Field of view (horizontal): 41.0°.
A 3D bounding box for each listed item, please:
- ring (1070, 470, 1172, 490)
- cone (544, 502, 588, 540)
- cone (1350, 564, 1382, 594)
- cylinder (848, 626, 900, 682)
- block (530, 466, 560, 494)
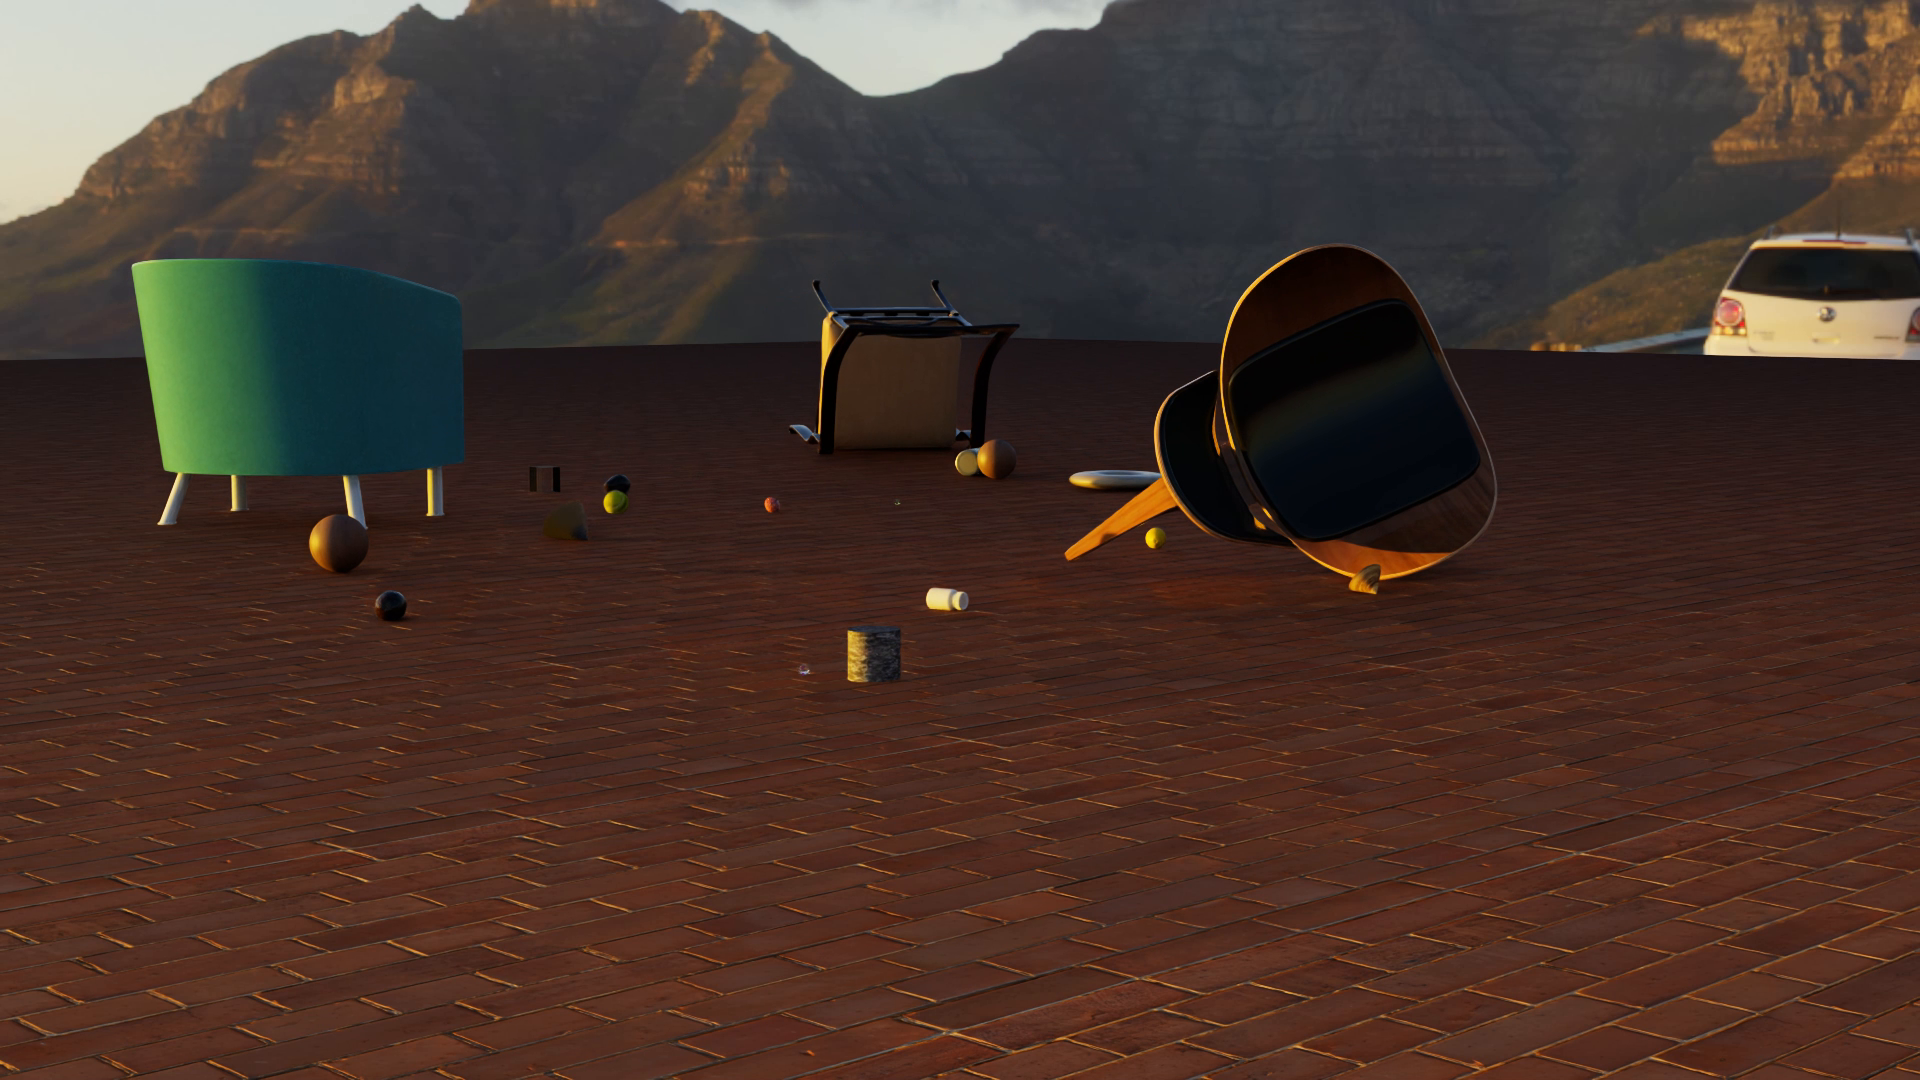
[{"bbox_3d":[0.501,-0.187,8.010,0.322,0.045,0.315,1,6,7],"label":"ring"},{"bbox_3d":[-0.959,-0.024,6.408,0.094,0.109,0.128,39,41,27],"label":"cone"},{"bbox_3d":[0.854,0.096,5.332,0.076,0.084,0.047,-11,53,-28],"label":"cone"},{"bbox_3d":[-0.141,0.186,4.205,0.090,0.082,0.080,-5,7,-38],"label":"cylinder"},{"bbox_3d":[-1.268,-0.185,7.836,0.064,0.077,0.072,-5,8,-40],"label":"block"}]
